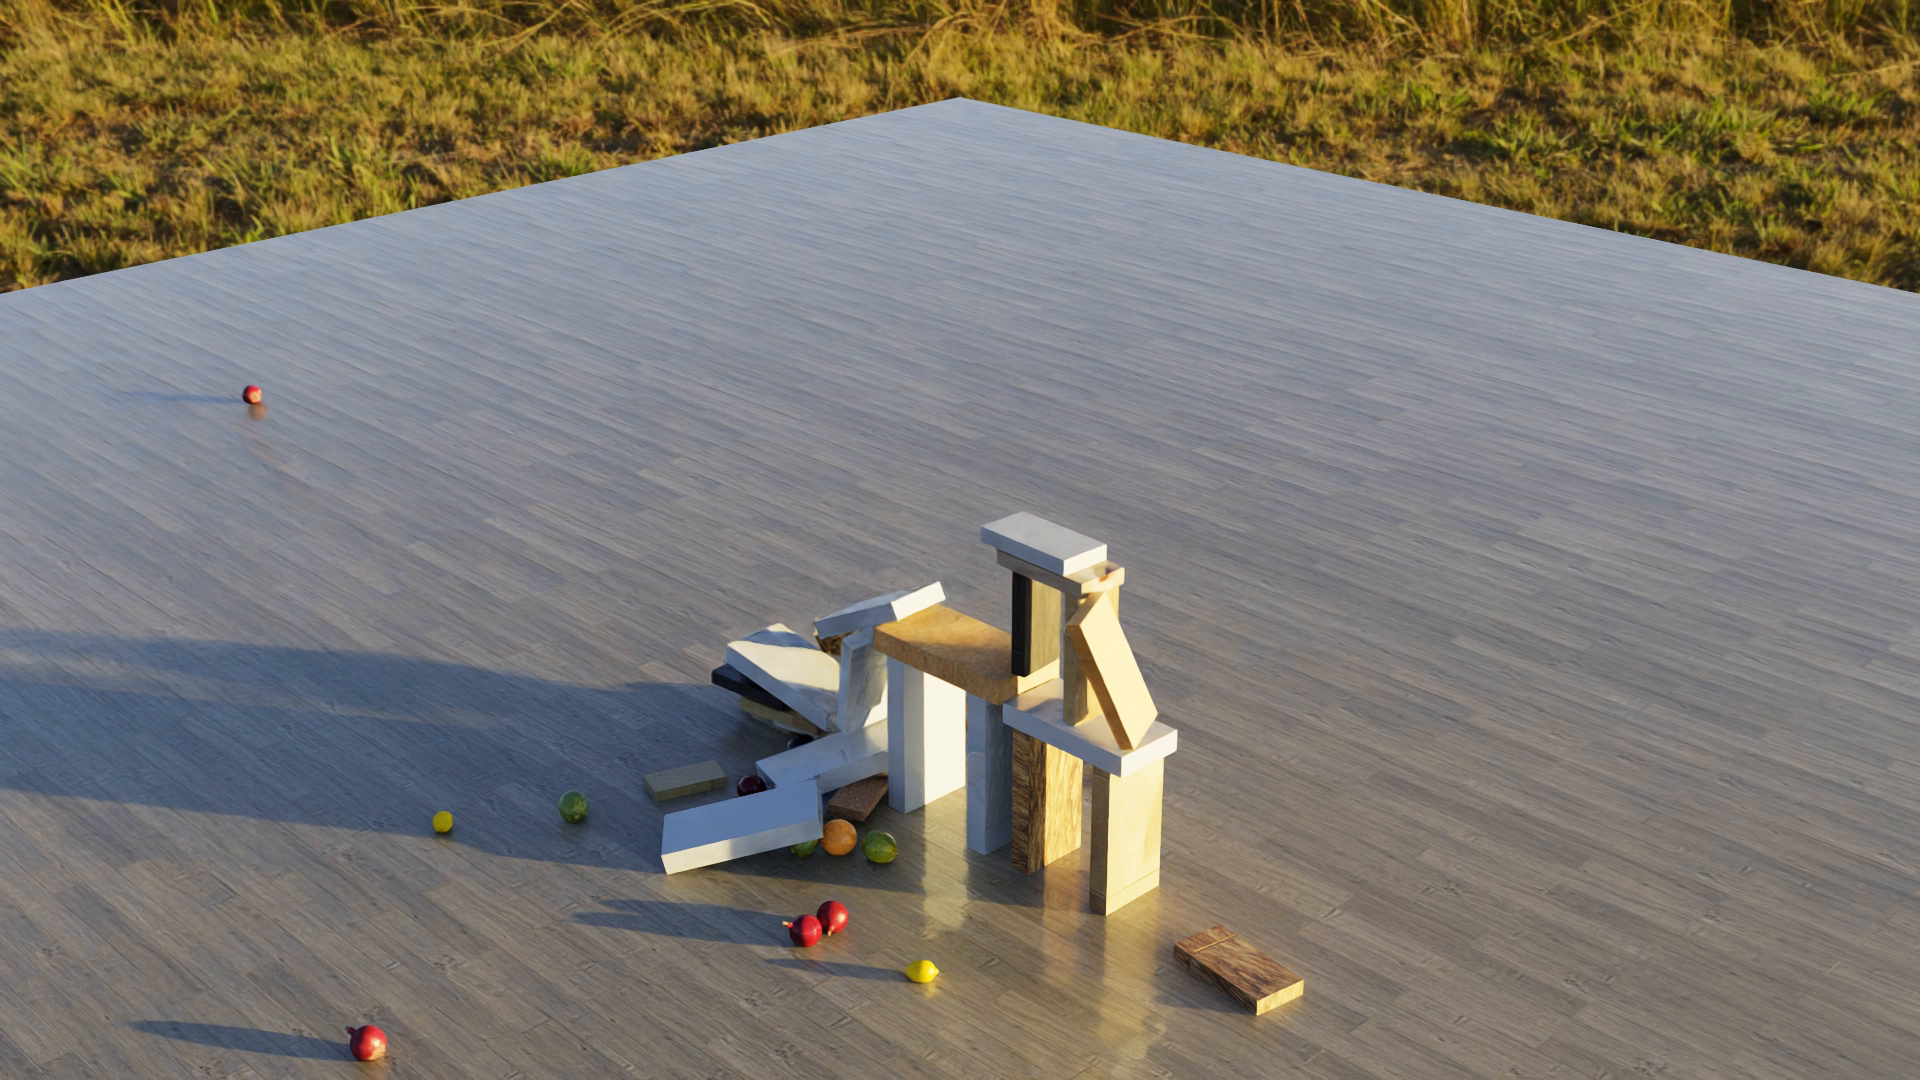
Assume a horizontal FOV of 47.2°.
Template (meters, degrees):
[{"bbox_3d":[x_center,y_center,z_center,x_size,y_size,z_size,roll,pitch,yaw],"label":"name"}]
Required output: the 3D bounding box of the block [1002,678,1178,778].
[{"bbox_3d":[0.240,0.348,4.111,0.151,0.043,0.302,-21,31,-40],"label":"block"}]

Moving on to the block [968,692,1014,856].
[{"bbox_3d":[0.092,0.430,4.310,0.048,0.341,0.171,21,31,41],"label":"block"}]

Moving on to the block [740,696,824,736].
[{"bbox_3d":[-0.364,0.363,4.779,0.206,0.029,0.103,16,28,29],"label":"block"}]

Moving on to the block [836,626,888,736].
[{"bbox_3d":[-0.183,0.280,4.522,0.133,0.266,0.038,-23,52,-27],"label":"block"}]

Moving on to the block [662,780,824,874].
[{"bbox_3d":[-0.424,0.559,4.300,0.310,0.044,0.155,-13,23,1],"label":"block"}]

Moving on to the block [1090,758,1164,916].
[{"bbox_3d":[0.311,0.536,4.111,0.043,0.302,0.151,21,31,41],"label":"block"}]

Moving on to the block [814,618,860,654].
[{"bbox_3d":[-0.173,0.217,4.761,0.266,0.038,0.133,3,-20,6],"label":"block"}]

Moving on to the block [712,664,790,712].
[{"bbox_3d":[-0.433,0.312,4.815,0.206,0.029,0.103,19,29,33],"label":"block"}]

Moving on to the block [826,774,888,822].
[{"bbox_3d":[-0.205,0.517,4.456,0.078,0.022,0.156,10,24,15],"label":"block"}]

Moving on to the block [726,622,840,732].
[{"bbox_3d":[-0.341,0.291,4.725,0.311,0.044,0.155,31,36,31],"label":"block"}]

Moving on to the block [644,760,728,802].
[{"bbox_3d":[-0.569,0.499,4.557,0.156,0.022,0.078,-11,25,-23],"label":"block"}]

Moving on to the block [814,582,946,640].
[{"bbox_3d":[-0.165,0.144,4.468,0.133,0.038,0.266,-23,5,-40],"label":"block"}]

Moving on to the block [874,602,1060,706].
[{"bbox_3d":[0.011,0.219,4.308,0.341,0.048,0.171,21,31,41],"label":"block"}]

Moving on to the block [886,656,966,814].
[{"bbox_3d":[-0.067,0.368,4.456,0.171,0.341,0.048,-21,31,-40],"label":"block"}]

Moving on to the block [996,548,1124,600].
[{"bbox_3d":[0.184,0.047,4.048,0.110,0.031,0.220,-20,30,-39],"label":"block"}]

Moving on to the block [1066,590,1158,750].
[{"bbox_3d":[0.274,0.236,3.959,0.031,0.271,0.110,-7,28,35],"label":"block"}]

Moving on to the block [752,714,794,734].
[{"bbox_3d":[-0.394,0.390,4.820,0.121,0.017,0.060,20,30,39],"label":"block"}]

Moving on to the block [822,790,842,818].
[{"bbox_3d":[-0.264,0.536,4.470,0.151,0.021,0.076,2,23,4],"label":"block"}]

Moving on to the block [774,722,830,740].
[{"bbox_3d":[-0.337,0.398,4.760,0.121,0.017,0.060,16,28,29],"label":"block"}]

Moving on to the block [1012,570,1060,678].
[{"bbox_3d":[0.144,0.139,4.155,0.031,0.221,0.110,18,29,36],"label":"block"}]

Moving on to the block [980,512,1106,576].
[{"bbox_3d":[0.153,0.005,4.067,0.110,0.031,0.220,-20,30,-39],"label":"block"}]

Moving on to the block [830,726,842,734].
[{"bbox_3d":[-0.222,0.393,4.702,0.206,0.029,0.103,36,36,20],"label":"block"}]

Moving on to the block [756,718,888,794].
[{"bbox_3d":[-0.248,0.452,4.529,0.310,0.044,0.155,-18,21,-19],"label":"block"}]

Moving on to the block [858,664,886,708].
[{"bbox_3d":[-0.174,0.298,4.492,0.046,0.092,0.013,-8,37,-39],"label":"block"}]

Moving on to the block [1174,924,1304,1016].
[{"bbox_3d":[0.495,0.764,3.920,0.110,0.031,0.220,-16,28,-33],"label":"block"}]

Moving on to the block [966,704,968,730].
[{"bbox_3d":[0.000,0.385,4.827,0.232,0.021,0.076,8,24,18],"label":"block"}]

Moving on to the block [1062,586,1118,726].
[{"bbox_3d":[0.241,0.204,4.057,0.110,0.265,0.031,-21,30,-40],"label":"block"}]

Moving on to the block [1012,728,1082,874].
[{"bbox_3d":[0.169,0.480,4.242,0.043,0.302,0.151,21,31,41],"label":"block"}]
